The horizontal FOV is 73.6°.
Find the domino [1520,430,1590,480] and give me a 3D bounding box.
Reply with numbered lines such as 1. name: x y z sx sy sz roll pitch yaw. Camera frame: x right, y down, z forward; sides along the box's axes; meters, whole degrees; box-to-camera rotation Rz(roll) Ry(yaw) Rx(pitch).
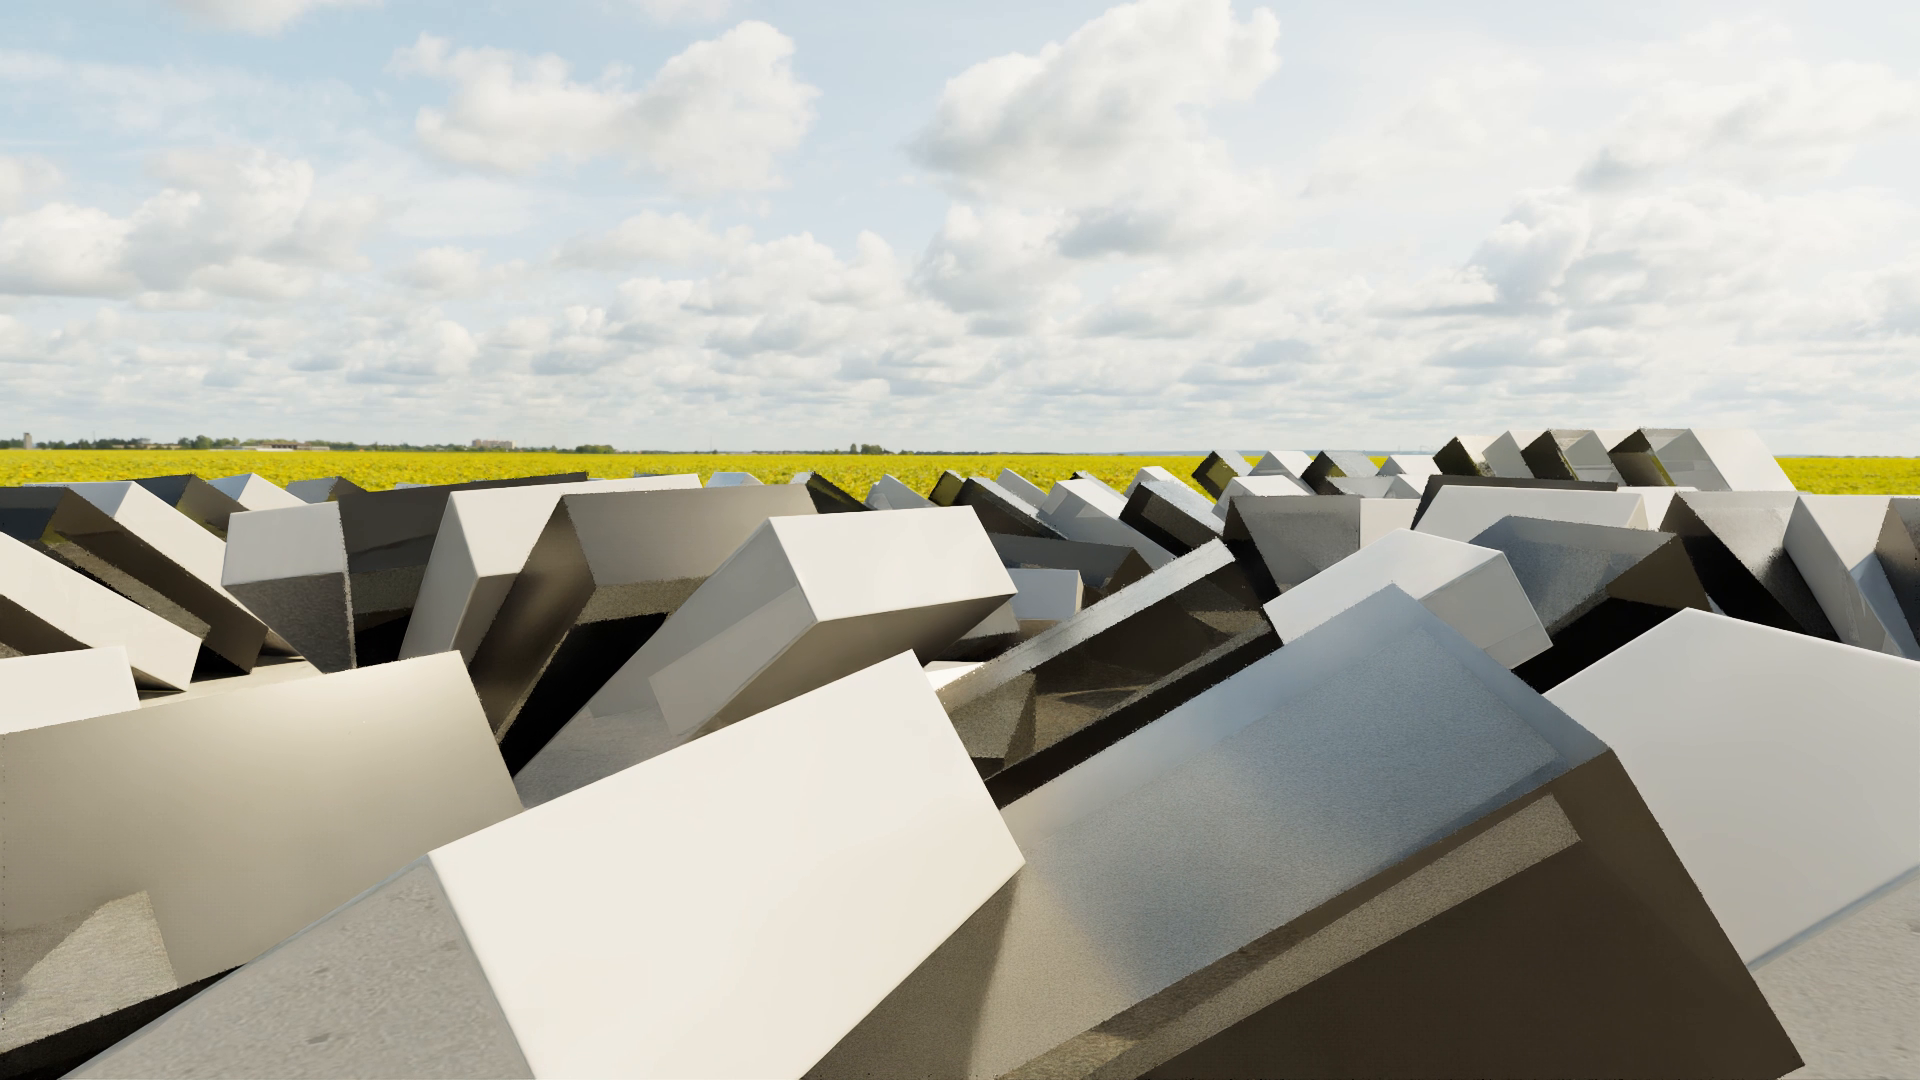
1. domino: 0.158 -0.004 0.308 0.025 0.050 0.009 -3 -31 -31

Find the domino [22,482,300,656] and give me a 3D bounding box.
1. domino: -0.145 0.007 0.238 0.025 0.009 0.050 0 -30 17

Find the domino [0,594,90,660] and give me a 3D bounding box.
1. domino: -0.145 0.013 0.176 0.025 0.009 0.050 0 -26 -1

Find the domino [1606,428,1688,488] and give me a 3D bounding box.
1. domino: 0.169 -0.002 0.287 0.025 0.050 0.009 -3 -31 -31

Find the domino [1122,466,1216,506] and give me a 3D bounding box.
1. domino: 0.072 -0.003 0.369 0.050 0.009 0.025 37 15 14

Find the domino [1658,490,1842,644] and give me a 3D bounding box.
1. domino: 0.139 0.010 0.208 0.025 0.009 0.050 0 36 -4

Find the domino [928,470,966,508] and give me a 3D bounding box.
1. domino: 0.015 -0.003 0.373 0.050 0.009 0.025 33 5 1

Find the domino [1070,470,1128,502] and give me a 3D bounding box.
1. domino: 0.053 -0.003 0.371 0.050 0.010 0.025 33 10 8

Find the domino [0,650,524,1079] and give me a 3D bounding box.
1. domino: -0.044 0.022 0.056 0.050 0.009 0.025 -32 -12 29

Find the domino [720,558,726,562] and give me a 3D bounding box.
1. domino: -0.083 0.001 0.336 0.050 0.009 0.025 32 -15 -30

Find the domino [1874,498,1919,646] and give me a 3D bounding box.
1. domino: 0.142 0.013 0.168 0.025 0.010 0.050 3 36 18

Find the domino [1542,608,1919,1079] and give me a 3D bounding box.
1. domino: 0.015 0.021 0.050 0.050 0.010 0.025 -32 3 4

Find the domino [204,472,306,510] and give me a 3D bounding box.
1. domino: -0.136 0.004 0.273 0.025 0.009 0.050 -4 -31 34

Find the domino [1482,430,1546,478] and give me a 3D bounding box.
1. domino: 0.153 -0.004 0.319 0.025 0.050 0.009 -3 -31 -31

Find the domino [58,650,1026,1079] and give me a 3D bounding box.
1. domino: -0.024 0.022 0.049 0.050 0.010 0.025 -31 -7 23

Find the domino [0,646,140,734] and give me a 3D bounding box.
1. domino: -0.064 0.021 0.066 0.050 0.010 0.025 -33 -16 34

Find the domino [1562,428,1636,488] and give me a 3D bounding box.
1. domino: 0.164 -0.003 0.298 0.025 0.050 0.009 -3 -31 -31

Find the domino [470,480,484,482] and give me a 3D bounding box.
1. domino: -0.098 0.001 0.321 0.050 0.009 0.025 34 -19 -35

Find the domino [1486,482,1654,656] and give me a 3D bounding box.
1. domino: 0.124 0.007 0.245 0.025 0.010 0.050 -1 36 -21

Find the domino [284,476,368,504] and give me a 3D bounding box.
1. domino: -0.126 0.003 0.290 0.025 0.010 0.050 -2 -29 40

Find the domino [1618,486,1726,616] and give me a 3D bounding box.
1. domino: 0.133 0.008 0.227 0.025 0.009 0.050 -1 36 -13

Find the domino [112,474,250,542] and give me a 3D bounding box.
1. domino: -0.142 0.005 0.254 0.025 0.010 0.050 -3 -30 23

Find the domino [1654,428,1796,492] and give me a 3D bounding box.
1. domino: 0.174 -0.001 0.277 0.025 0.050 0.010 -3 -31 -31

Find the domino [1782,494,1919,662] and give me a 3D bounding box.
1. domino: 0.144 0.011 0.187 0.025 0.010 0.050 1 36 10

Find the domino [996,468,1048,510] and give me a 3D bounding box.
1. domino: 0.032 -0.003 0.373 0.050 0.009 0.025 33 5 4

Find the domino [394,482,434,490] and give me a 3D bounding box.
1. domino: -0.111 0.003 0.309 0.025 0.009 0.050 5 -24 48

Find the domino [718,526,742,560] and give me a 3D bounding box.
1. domino: -0.067 0.000 0.348 0.050 0.009 0.025 31 -12 -26

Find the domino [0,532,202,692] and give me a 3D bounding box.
1. domino: -0.147 0.012 0.200 0.025 0.010 0.050 0 -23 4

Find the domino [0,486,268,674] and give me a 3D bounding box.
1. domino: -0.147 0.008 0.220 0.025 0.010 0.050 1 -30 12

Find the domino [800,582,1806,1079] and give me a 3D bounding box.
1. domino: -0.001 0.021 0.048 0.050 0.009 0.025 -32 3 10

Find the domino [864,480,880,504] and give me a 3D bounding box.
1. domino: -0.004 -0.001 0.372 0.050 0.010 0.025 28 4 -1

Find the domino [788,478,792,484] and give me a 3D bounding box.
1. domino: -0.028 -0.002 0.367 0.050 0.009 0.025 28 -2 -9
